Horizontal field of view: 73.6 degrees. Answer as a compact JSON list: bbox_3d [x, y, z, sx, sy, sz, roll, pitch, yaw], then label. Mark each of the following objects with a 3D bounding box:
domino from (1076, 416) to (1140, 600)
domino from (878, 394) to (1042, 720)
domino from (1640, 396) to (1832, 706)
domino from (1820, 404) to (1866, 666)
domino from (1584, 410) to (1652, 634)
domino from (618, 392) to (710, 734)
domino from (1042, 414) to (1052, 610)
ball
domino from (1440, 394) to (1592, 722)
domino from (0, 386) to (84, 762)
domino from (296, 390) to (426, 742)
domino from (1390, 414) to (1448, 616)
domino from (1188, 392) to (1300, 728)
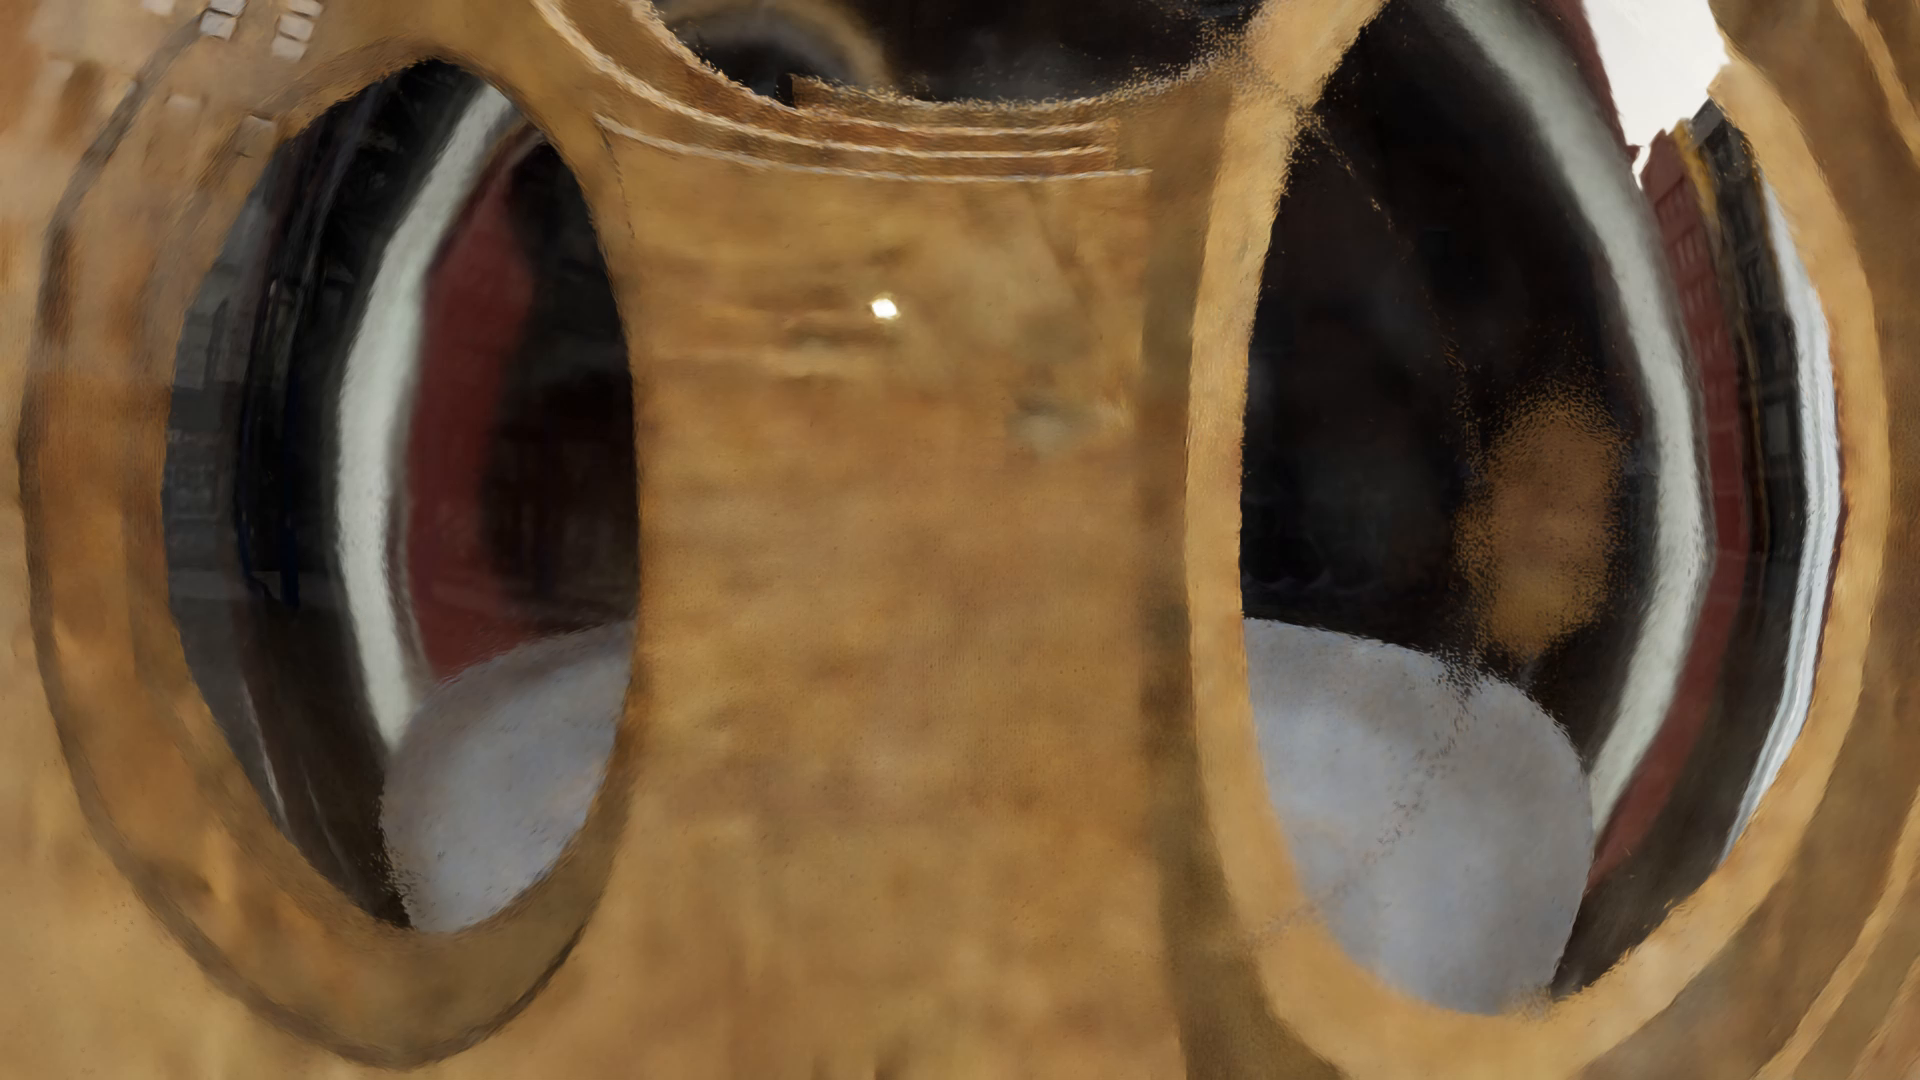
[{"bbox_3d":[0.042,-0.010,0.363,0.009,0.050,0.025,-1,4,-13],"label":"domino"},{"bbox_3d":[0.000,0.002,0.201,0.025,0.050,0.009,0,4,0],"label":"domino"},{"bbox_3d":[0.132,0.001,0.219,0.010,0.050,0.025,-2,5,-27],"label":"domino"},{"bbox_3d":[0.160,-0.001,0.252,0.025,0.050,0.009,1,4,8],"label":"domino"},{"bbox_3d":[0.149,-0.005,0.294,0.025,0.050,0.009,-2,5,-30],"label":"domino"},{"bbox_3d":[-0.045,0.003,0.199,0.010,0.050,0.025,0,4,-4],"label":"domino"},{"bbox_3d":[0.010,-0.007,0.334,0.025,0.050,0.009,2,5,21],"label":"domino"},{"bbox_3d":[0.001,-0.002,0.055,0.080,0.080,0.080,0,4,0],"label":"ball"},{"bbox_3d":[0.089,0.002,0.207,0.010,0.050,0.025,-1,4,-8],"label":"domino"},{"bbox_3d":[-0.133,0.004,0.182,0.010,0.050,0.025,-2,5,-28],"label":"domino"},{"bbox_3d":[-0.090,0.003,0.194,0.009,0.050,0.025,-1,4,-8],"label":"domino"},{"bbox_3d":[0.121,-0.007,0.329,0.010,0.050,0.025,4,6,43],"label":"domino"},{"bbox_3d":[0.044,0.002,0.203,0.010,0.050,0.025,0,4,-5],"label":"domino"}]
